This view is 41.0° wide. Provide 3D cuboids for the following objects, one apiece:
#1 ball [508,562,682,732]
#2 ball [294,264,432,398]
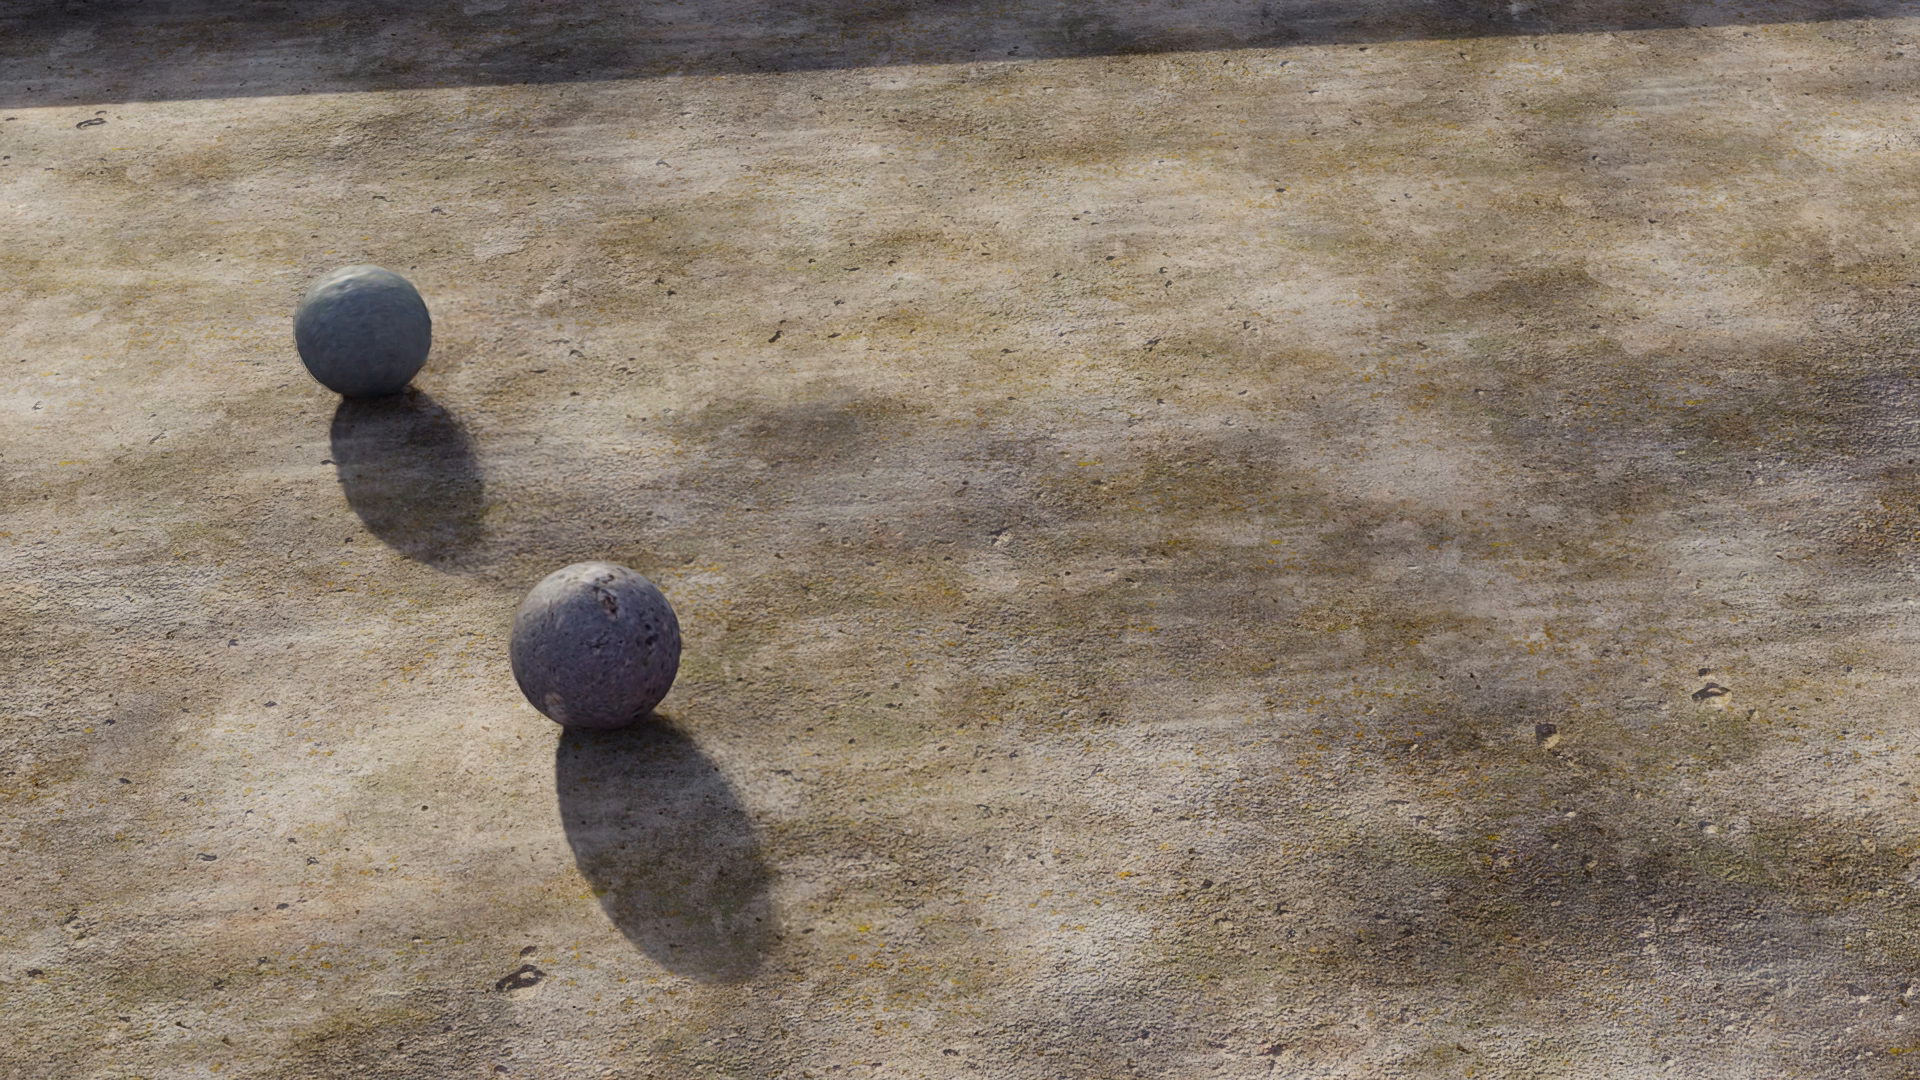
[{"bbox_3d":[-0.201,0.059,1.414,0.094,0.094,0.094,0,37,0],"label":"ball"},{"bbox_3d":[-0.391,-0.137,1.684,0.088,0.088,0.088,0,37,0],"label":"ball"}]
